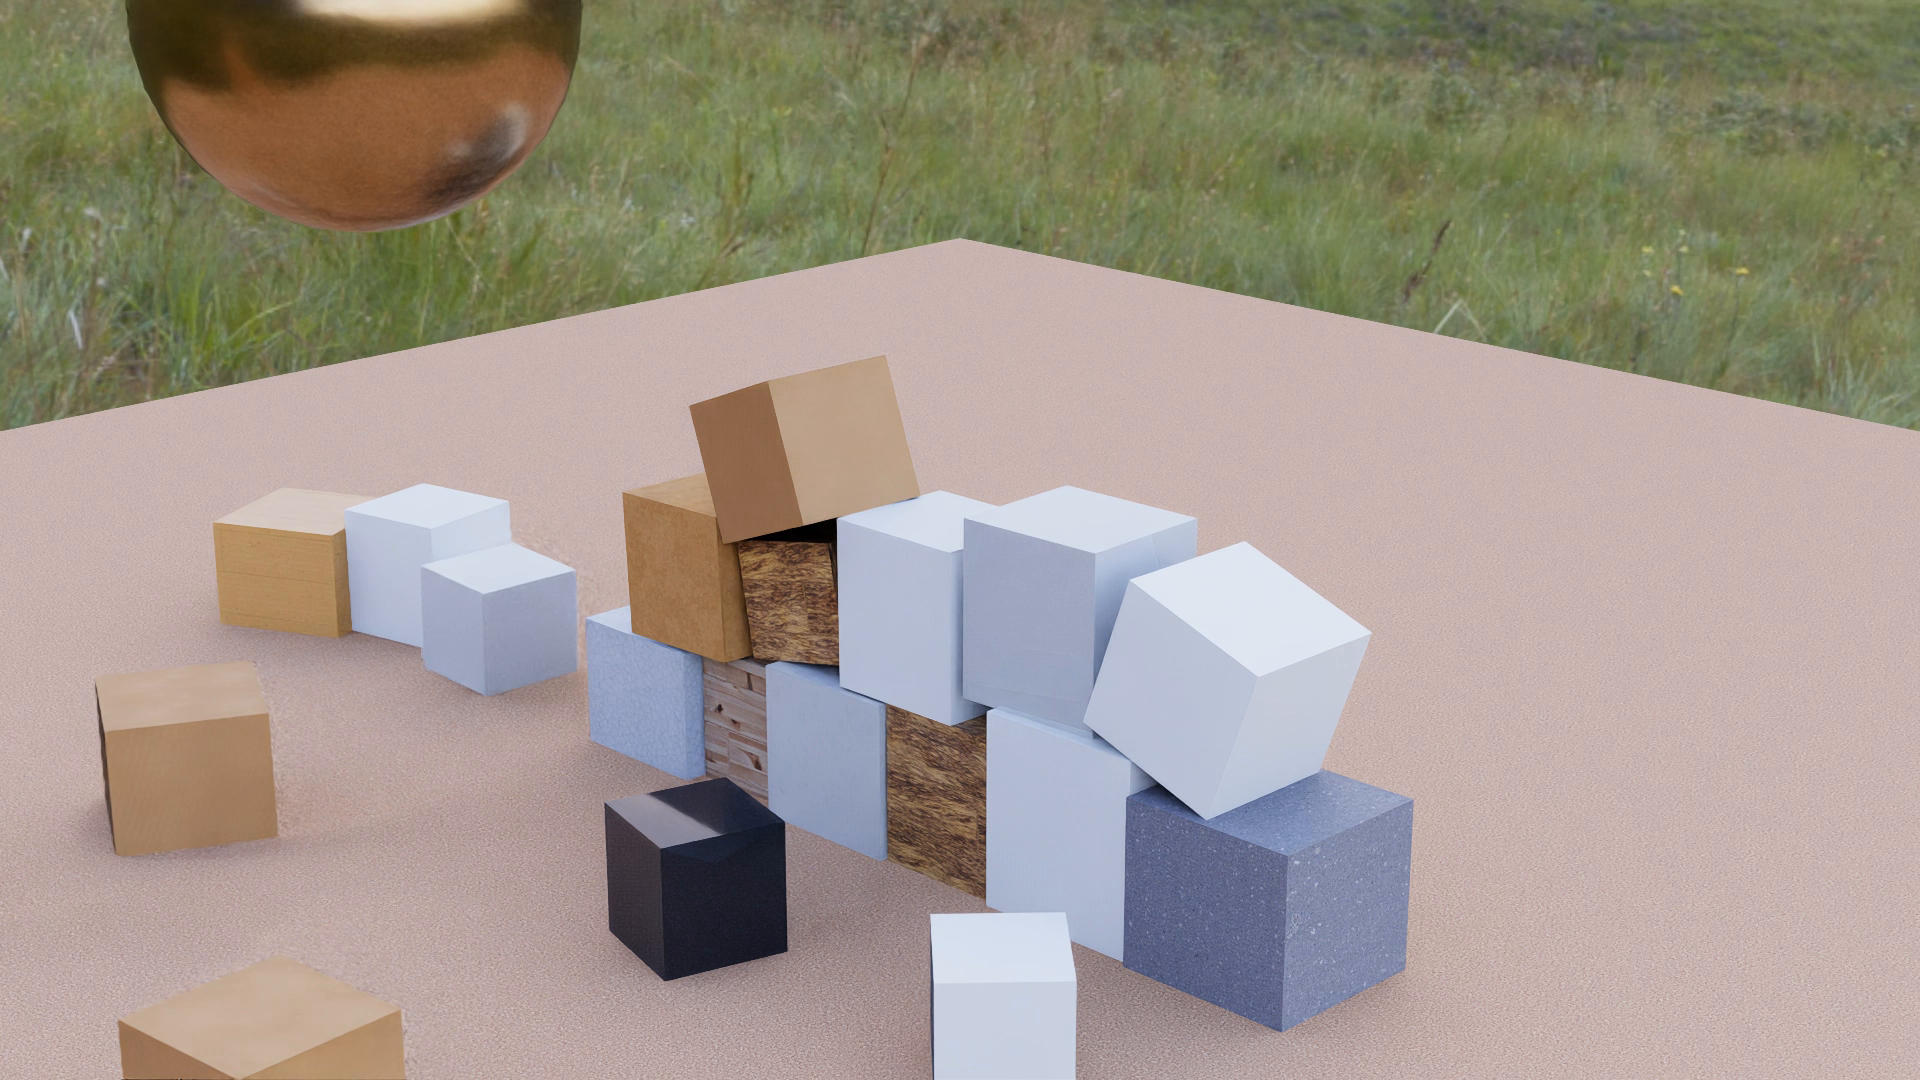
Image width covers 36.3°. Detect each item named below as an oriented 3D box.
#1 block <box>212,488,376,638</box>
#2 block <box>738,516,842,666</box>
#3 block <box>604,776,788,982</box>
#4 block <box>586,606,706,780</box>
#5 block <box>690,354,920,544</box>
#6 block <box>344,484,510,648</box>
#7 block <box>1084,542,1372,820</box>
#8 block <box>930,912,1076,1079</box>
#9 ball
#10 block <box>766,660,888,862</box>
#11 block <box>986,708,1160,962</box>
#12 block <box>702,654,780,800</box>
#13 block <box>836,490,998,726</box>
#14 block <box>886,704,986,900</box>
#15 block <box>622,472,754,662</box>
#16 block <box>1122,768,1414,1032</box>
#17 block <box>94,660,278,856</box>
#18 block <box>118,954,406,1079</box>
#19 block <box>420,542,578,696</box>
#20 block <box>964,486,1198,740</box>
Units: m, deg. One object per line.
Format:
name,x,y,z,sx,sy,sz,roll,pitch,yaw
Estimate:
block,-3.755,0.123,16.938,0.770,0.609,0.742,6,18,18
block,-0.593,0.232,14.005,0.581,0.583,0.663,-16,13,-42
block,-1.143,1.458,12.690,0.581,0.610,0.583,-10,20,-29
block,-1.340,0.710,14.979,0.807,0.664,0.777,-16,24,-42
block,-0.735,-0.421,13.787,0.654,0.677,0.760,-15,2,-34
block,-3.013,0.146,16.682,0.660,0.718,0.637,11,21,32
block,1.119,0.579,12.325,0.747,0.735,0.734,-17,44,-43
block,0.162,1.851,11.543,0.543,0.546,0.626,-1,17,-2
ball,-2.155,-1.904,10.485,1.600,1.600,1.600,0,17,0
block,-0.372,0.961,14.012,0.773,0.765,0.782,-17,24,-42
block,0.705,1.197,12.989,0.842,0.928,0.820,17,24,42
block,-0.854,0.849,14.497,0.594,0.687,0.571,16,24,42
block,-0.067,0.299,13.442,0.654,0.812,0.740,-16,23,-42
block,0.155,1.109,13.518,0.723,0.779,0.667,-17,24,-42
block,-1.111,0.098,14.540,0.782,0.726,0.752,-15,20,-40
block,1.299,1.456,12.410,0.834,0.782,0.869,-17,24,-42
block,-3.703,1.032,14.020,0.742,0.625,0.778,-6,18,-18
block,-2.529,2.042,10.693,0.712,0.692,0.713,14,22,38
block,-2.508,0.428,15.979,0.604,0.586,0.594,-16,25,-40
block,0.524,0.303,12.886,0.748,0.836,0.691,15,23,40
